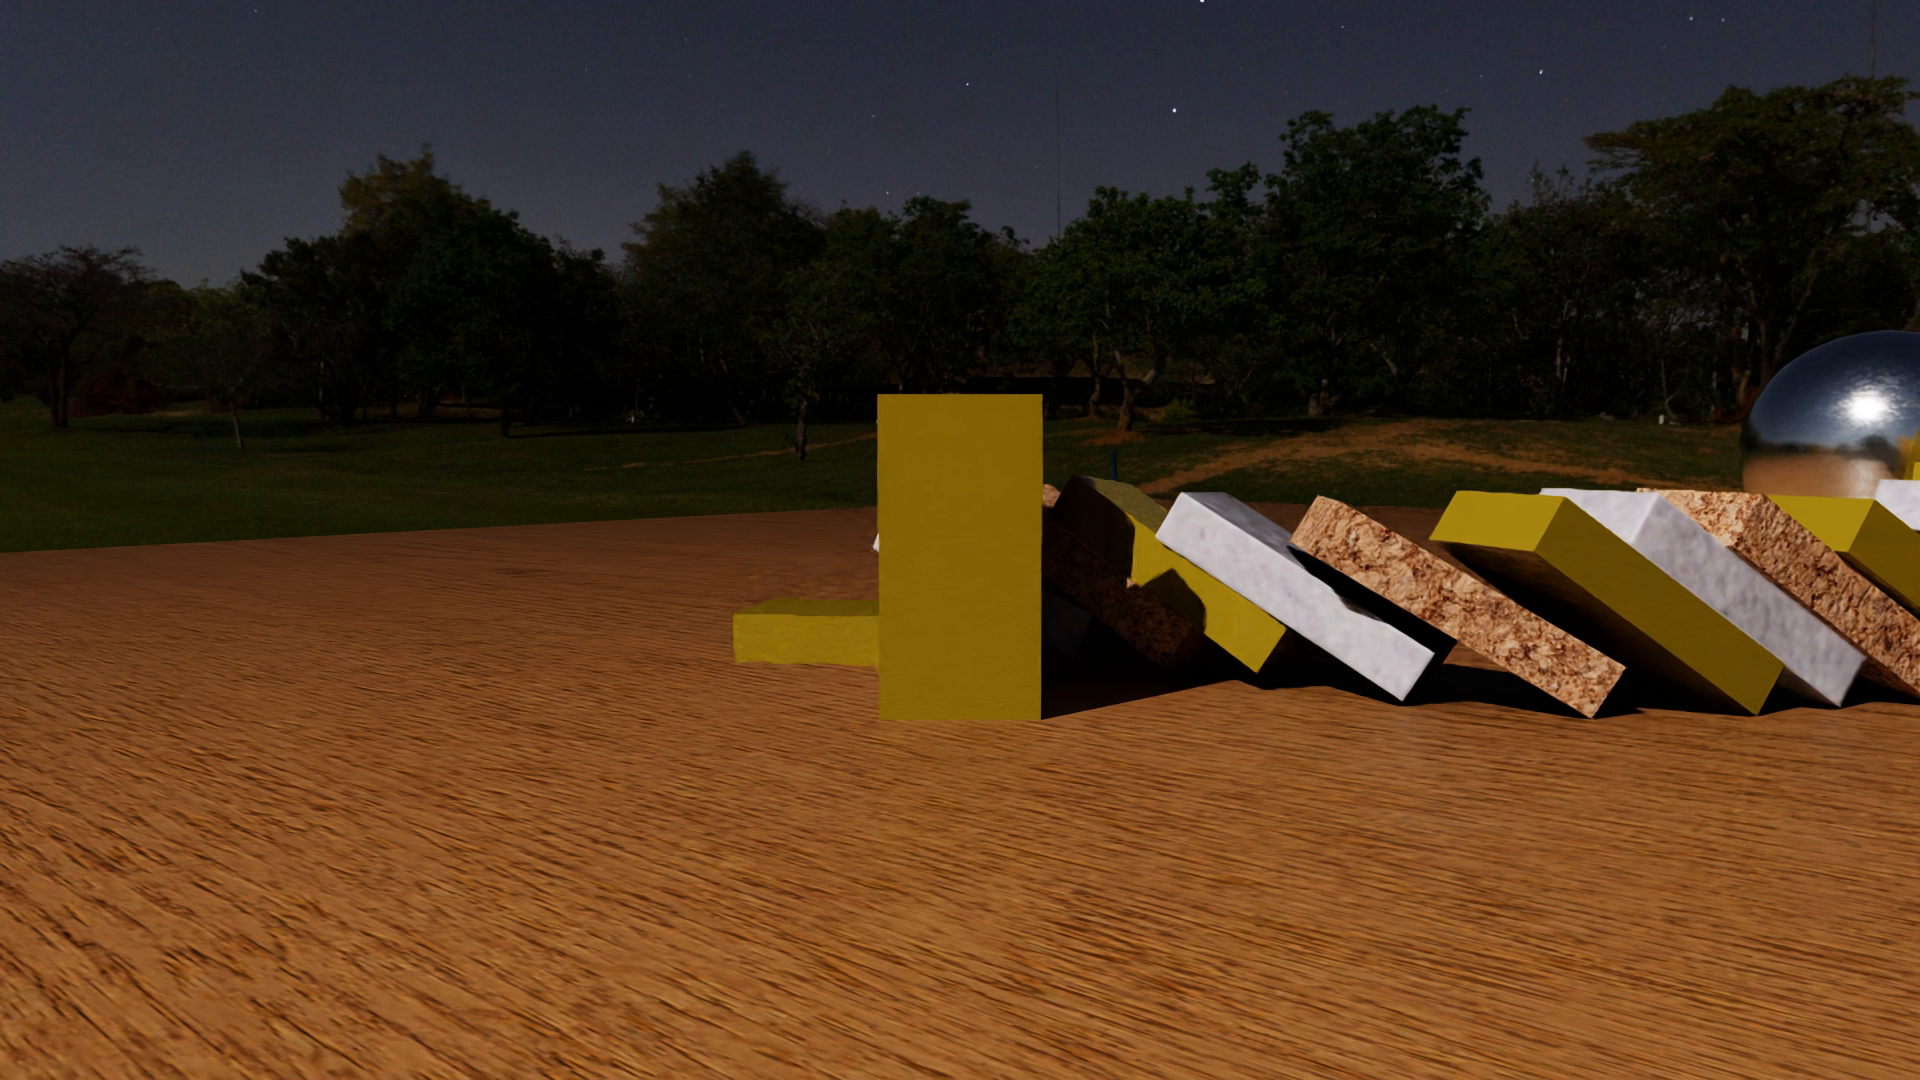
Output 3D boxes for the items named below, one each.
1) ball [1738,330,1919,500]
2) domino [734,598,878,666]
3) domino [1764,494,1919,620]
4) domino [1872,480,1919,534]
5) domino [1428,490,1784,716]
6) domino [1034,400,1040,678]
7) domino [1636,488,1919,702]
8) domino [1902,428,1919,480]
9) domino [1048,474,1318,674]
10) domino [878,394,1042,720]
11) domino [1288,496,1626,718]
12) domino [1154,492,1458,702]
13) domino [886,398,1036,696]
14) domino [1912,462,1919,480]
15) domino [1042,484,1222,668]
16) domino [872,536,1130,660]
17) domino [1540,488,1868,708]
[{"bbox_3d":[0.307,-0.030,0.429,0.080,0.080,0.080,0,4,0],"label":"ball"},{"bbox_3d":[-0.017,0.018,0.258,0.050,0.009,0.025,1,4,10],"label":"domino"},{"bbox_3d":[0.157,0.009,0.218,0.050,0.010,0.025,31,-4,-16],"label":"domino"},{"bbox_3d":[0.179,0.008,0.220,0.050,0.009,0.025,37,-15,-29],"label":"domino"},{"bbox_3d":[0.103,0.010,0.207,0.050,0.010,0.025,32,-5,-15],"label":"domino"},{"bbox_3d":[0.002,0.000,0.235,0.025,0.050,0.010,1,8,9],"label":"domino"},{"bbox_3d":[0.138,0.009,0.215,0.050,0.010,0.025,32,-5,-15],"label":"domino"},{"bbox_3d":[0.299,-0.010,0.387,0.025,0.050,0.009,1,36,17],"label":"domino"},{"bbox_3d":[0.043,0.006,0.241,0.050,0.009,0.025,39,18,29],"label":"domino"},{"bbox_3d":[0.000,0.002,0.201,0.025,0.050,0.010,0,4,0],"label":"domino"},{"bbox_3d":[0.080,0.010,0.212,0.050,0.009,0.025,31,8,4],"label":"domino"},{"bbox_3d":[0.061,0.008,0.228,0.050,0.009,0.025,36,18,24],"label":"domino"},{"bbox_3d":[0.000,0.001,0.221,0.025,0.050,0.009,0,4,3],"label":"domino"},{"bbox_3d":[0.238,0.001,0.295,0.025,0.009,0.050,1,-34,44],"label":"domino"},{"bbox_3d":[0.028,0.006,0.250,0.050,0.009,0.025,38,18,28],"label":"domino"},{"bbox_3d":[0.010,0.008,0.260,0.050,0.009,0.025,28,12,28],"label":"domino"},{"bbox_3d":[0.120,0.009,0.212,0.050,0.010,0.025,32,-5,-15],"label":"domino"}]
